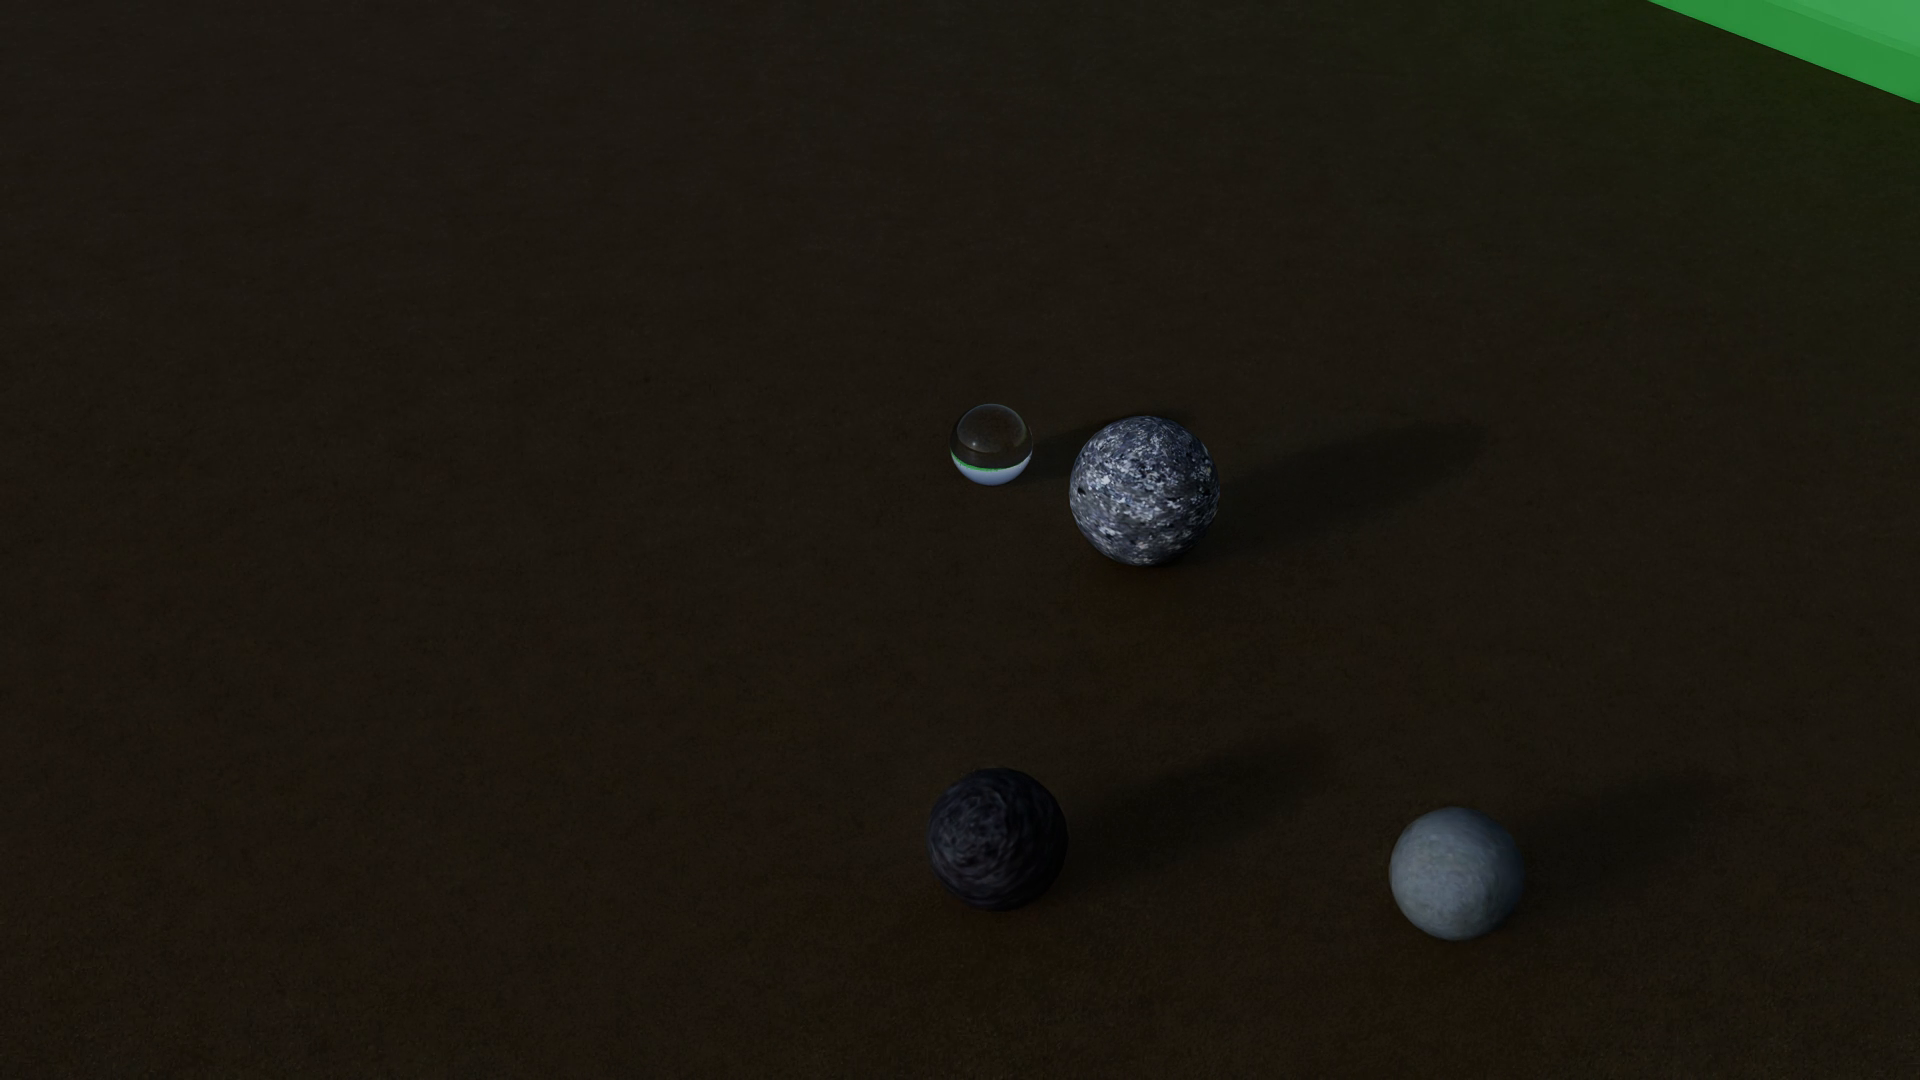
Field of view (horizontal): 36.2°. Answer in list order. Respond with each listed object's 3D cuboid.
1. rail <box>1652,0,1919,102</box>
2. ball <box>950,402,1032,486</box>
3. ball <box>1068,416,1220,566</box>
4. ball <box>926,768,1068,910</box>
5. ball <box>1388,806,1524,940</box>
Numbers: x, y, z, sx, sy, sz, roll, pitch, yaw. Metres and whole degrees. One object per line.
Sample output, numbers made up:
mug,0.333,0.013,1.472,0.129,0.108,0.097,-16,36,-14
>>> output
rail,0.507,-0.749,3.248,0.045,0.129,4.256,-16,32,-27
ball,0.022,-0.066,2.038,0.058,0.058,0.058,0,28,0
ball,0.121,-0.032,1.930,0.099,0.099,0.099,0,28,0
ball,0.020,0.161,1.588,0.077,0.077,0.077,0,28,0
ball,0.264,0.177,1.564,0.071,0.071,0.071,0,28,0
